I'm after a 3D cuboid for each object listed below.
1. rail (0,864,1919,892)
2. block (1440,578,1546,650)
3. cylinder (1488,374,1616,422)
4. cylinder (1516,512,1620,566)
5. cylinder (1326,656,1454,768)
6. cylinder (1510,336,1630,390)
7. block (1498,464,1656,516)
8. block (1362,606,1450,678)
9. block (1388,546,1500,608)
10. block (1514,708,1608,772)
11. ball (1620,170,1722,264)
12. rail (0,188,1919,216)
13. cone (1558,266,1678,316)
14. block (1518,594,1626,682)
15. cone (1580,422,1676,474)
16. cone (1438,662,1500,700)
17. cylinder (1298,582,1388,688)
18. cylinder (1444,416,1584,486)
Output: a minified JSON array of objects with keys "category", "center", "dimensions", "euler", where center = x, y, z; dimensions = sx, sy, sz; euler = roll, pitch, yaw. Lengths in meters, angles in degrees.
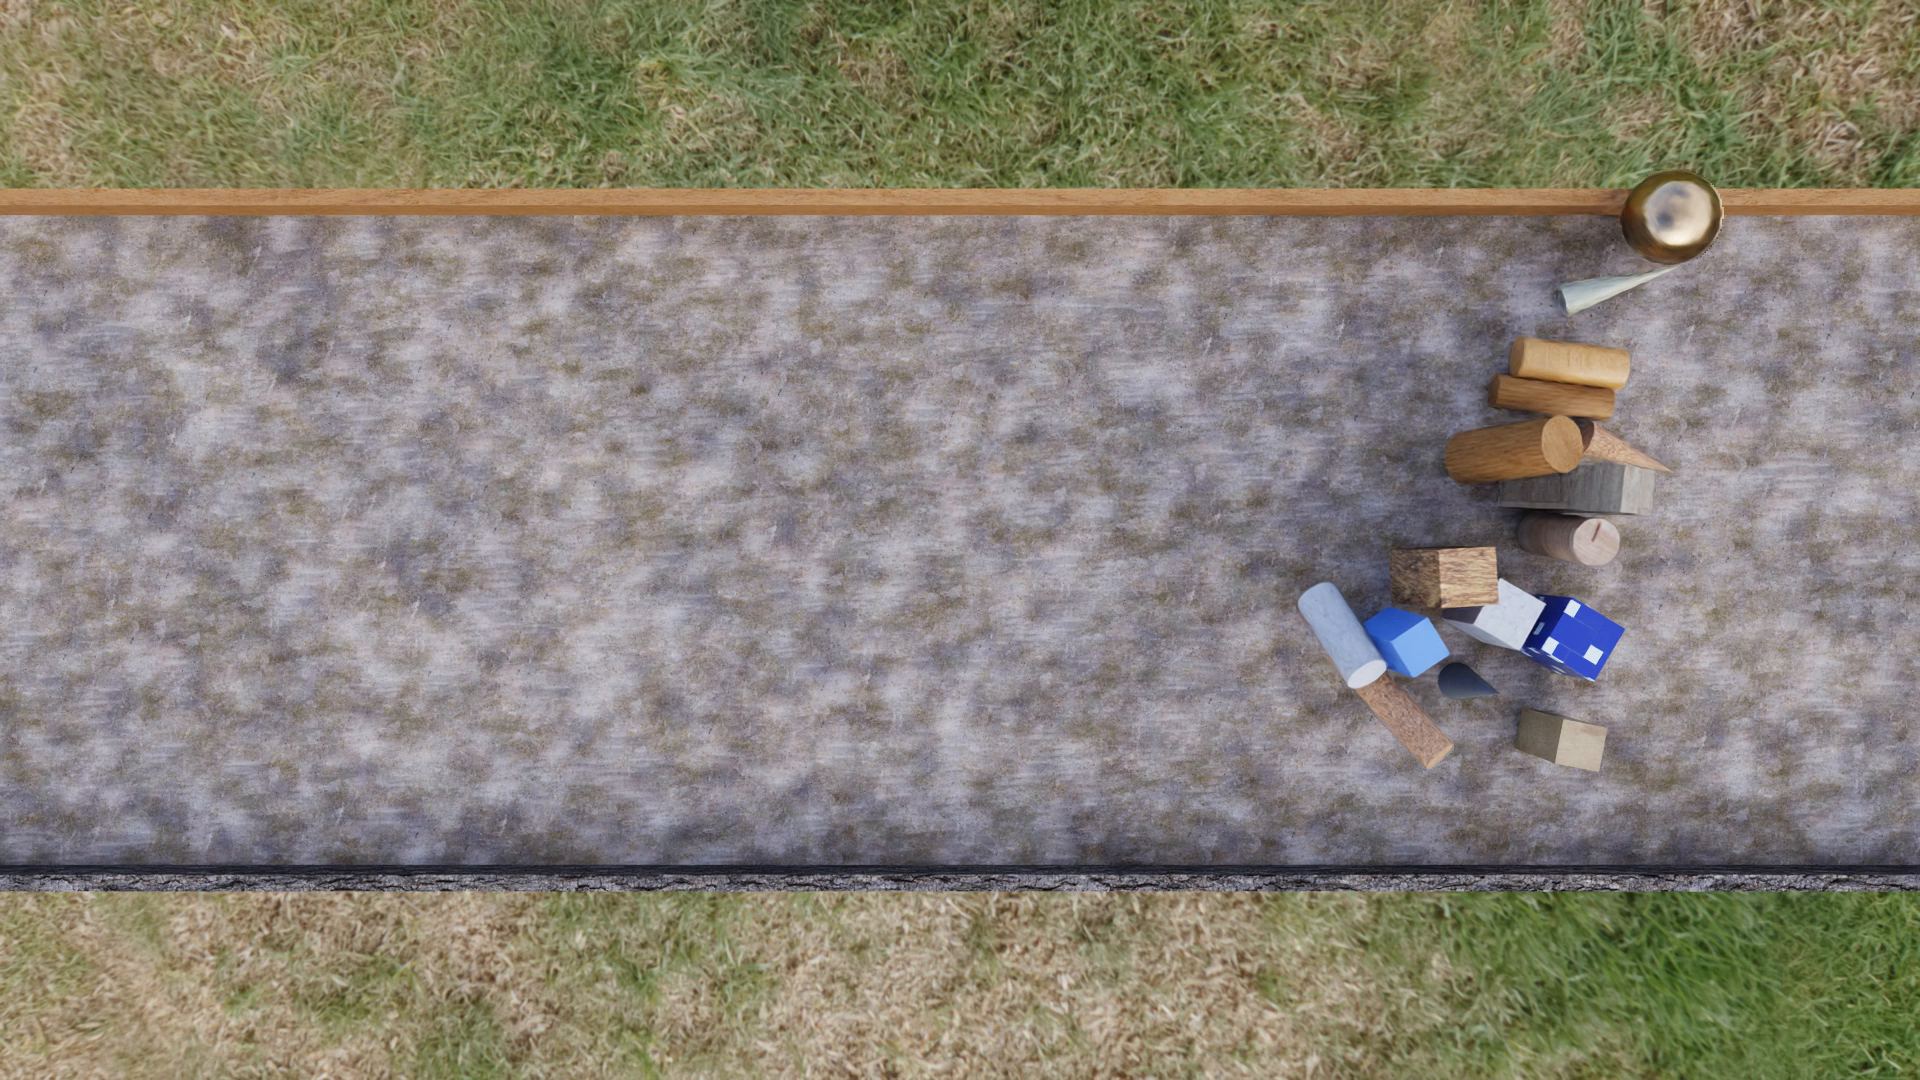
[{"category":"rail","center":[-2.247,1.025,5.001],"dimensions":[12.000,0.150,0.050],"euler":[0,90,0]},{"category":"block","center":[1.585,0.212,4.922],"dimensions":[0.155,0.305,0.155],"euler":[29,90,-2]},{"category":"cylinder","center":[1.800,-0.432,5.026],"dimensions":[0.352,0.102,0.102],"euler":[7,90,0]},{"category":"cylinder","center":[1.786,-0.008,4.863],"dimensions":[0.135,0.418,0.135],"euler":[0,94,-3]},{"category":"cylinder","center":[1.284,0.482,4.941],"dimensions":[0.105,0.105,0.436],"euler":[-40,66,0]},{"category":"cylinder","center":[1.851,-0.539,5.014],"dimensions":[0.322,0.125,0.125],"euler":[7,90,0]},{"category":"block","center":[1.808,-0.150,4.855],"dimensions":[0.131,0.437,0.131],"euler":[6,90,-31]},{"category":"block","center":[1.311,0.301,4.905],"dimensions":[0.128,0.328,0.128],"euler":[-33,95,-2]},{"category":"block","center":[1.416,0.105,4.853],"dimensions":[0.164,0.437,0.164],"euler":[-3,90,-4]},{"category":"block","center":[1.783,0.590,4.905],"dimensions":[0.129,0.344,0.129],"euler":[11,90,0]},{"category":"ball","center":[2.071,-0.940,4.806],"dimensions":[0.270,0.270,0.270],"euler":[0,90,0]},{"category":"rail","center":[-2.247,-1.025,5.002],"dimensions":[12.000,0.150,0.050],"euler":[0,90,0]},{"category":"cone","center":[2.001,-0.777,4.988],"dimensions":[0.352,0.105,0.105],"euler":[-16,90,12]},{"category":"block","center":[1.799,0.287,4.918],"dimensions":[0.177,0.317,0.177],"euler":[31,90,0]},{"category":"cone","center":[2.051,-0.259,5.050],"dimensions":[0.326,0.106,0.106],"euler":[19,90,-9]},{"category":"cone","center":[1.529,0.435,4.871],"dimensions":[0.116,0.412,0.116],"euler":[0,90,0]},{"category":"cylinder","center":[1.138,0.282,4.922],"dimensions":[0.129,0.129,0.306],"euler":[-26,55,0]},{"category":"cylinder","center":[1.630,-0.261,4.869],"dimensions":[0.164,0.382,0.164],"euler":[2,85,-27]}]
